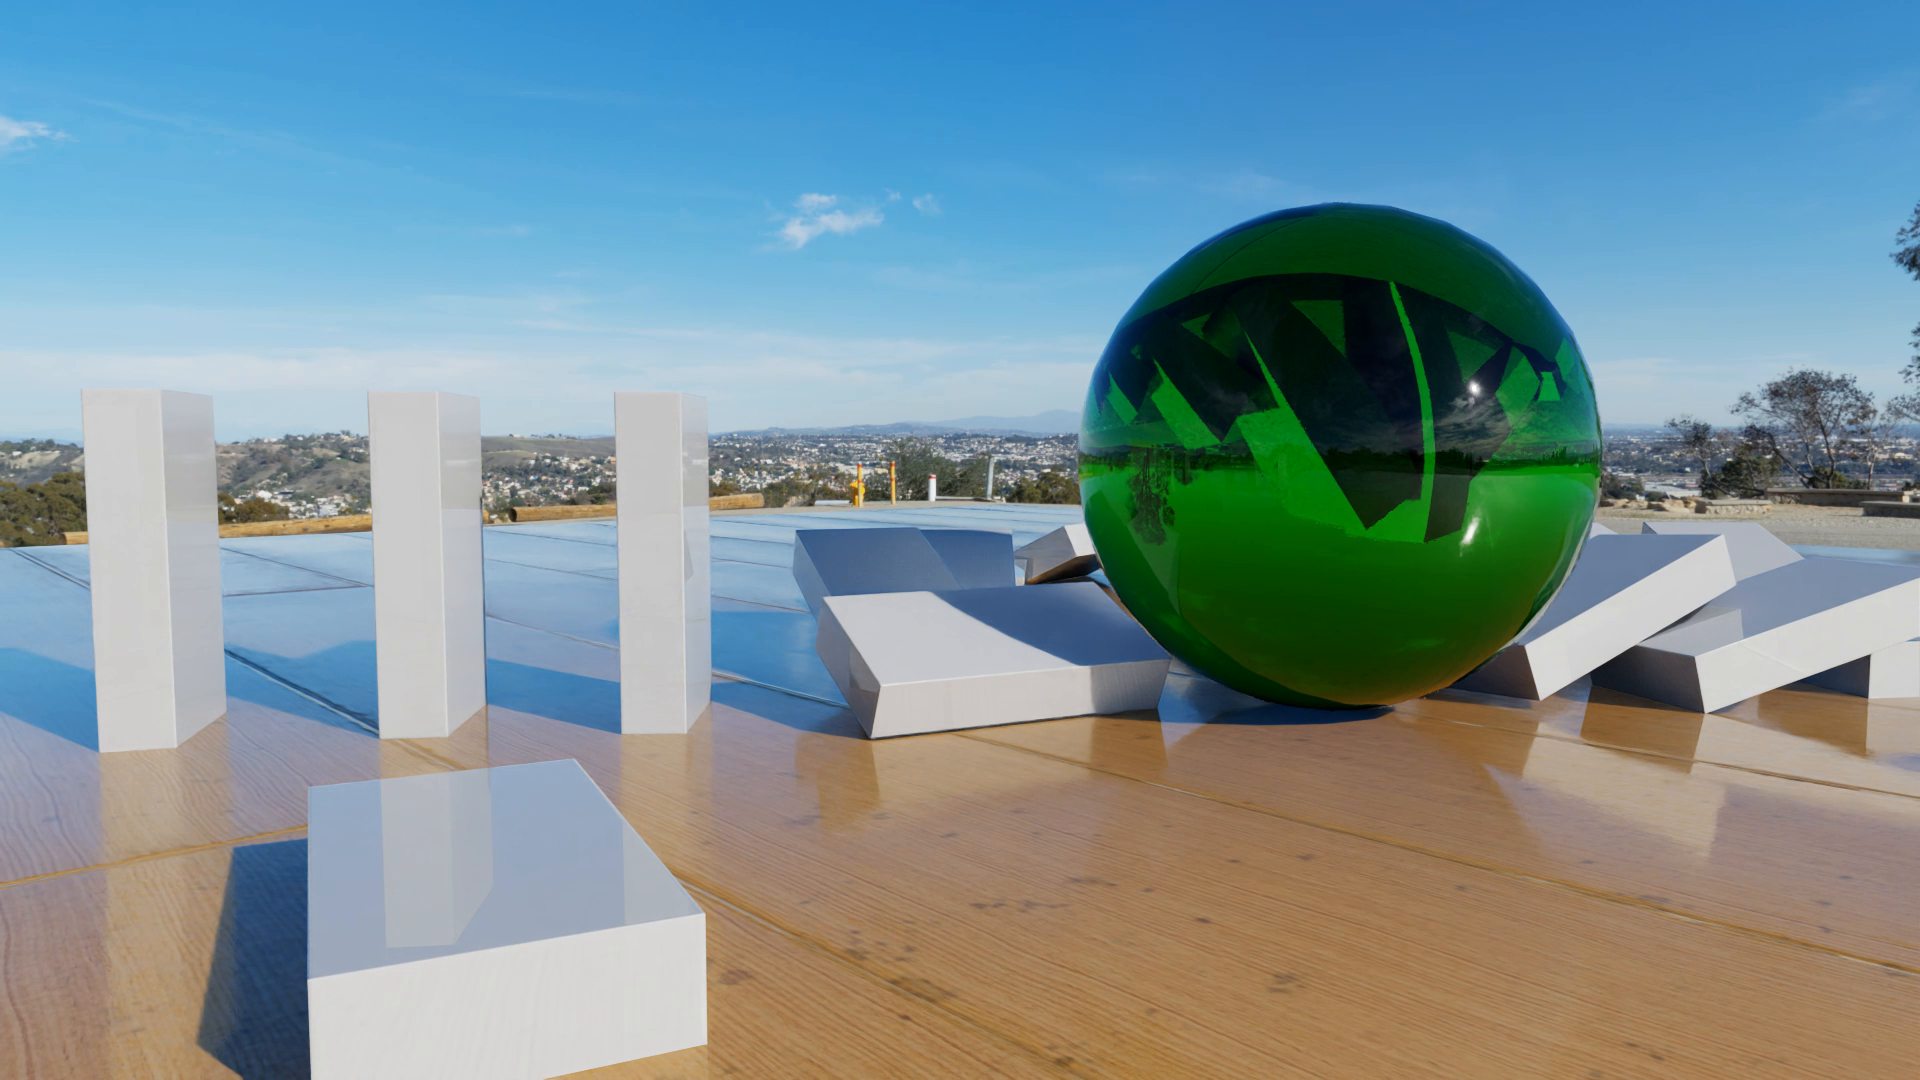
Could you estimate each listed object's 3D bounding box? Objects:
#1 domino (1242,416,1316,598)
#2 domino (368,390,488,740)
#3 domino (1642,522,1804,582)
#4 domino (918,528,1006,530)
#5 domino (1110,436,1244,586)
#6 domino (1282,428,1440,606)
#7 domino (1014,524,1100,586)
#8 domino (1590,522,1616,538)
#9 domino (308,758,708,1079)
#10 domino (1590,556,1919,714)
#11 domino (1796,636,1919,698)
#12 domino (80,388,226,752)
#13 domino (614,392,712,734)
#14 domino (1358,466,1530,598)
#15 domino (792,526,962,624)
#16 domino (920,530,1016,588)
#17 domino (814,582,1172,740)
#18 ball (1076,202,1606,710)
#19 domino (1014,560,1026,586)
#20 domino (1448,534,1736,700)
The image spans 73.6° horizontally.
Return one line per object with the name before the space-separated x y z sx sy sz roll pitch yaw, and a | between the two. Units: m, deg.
domino | 0.090 -0.010 0.363 0.009 0.050 0.025 3 5 40
domino | -0.081 0.003 0.196 0.010 0.050 0.025 -1 4 -7
domino | 0.170 0.010 0.277 0.025 0.009 0.050 0 22 5
domino | -0.001 0.009 0.303 0.025 0.010 0.050 0 18 1
domino | 0.067 -0.009 0.379 0.050 0.009 0.025 -37 -19 -4
domino | 0.110 -0.007 0.351 0.025 0.050 0.010 -5 -27 -50
domino | 0.035 0.004 0.389 0.025 0.010 0.050 -28 -11 31
domino | 0.152 0.005 0.310 0.025 0.010 0.050 -2 28 -27
domino | -0.040 0.030 0.107 0.025 0.010 0.050 -2 5 -27
domino | 0.137 0.015 0.219 0.050 0.010 0.025 -16 8 -12
domino | 0.175 0.021 0.229 0.050 0.009 0.025 0 4 -6
domino | -0.118 0.003 0.188 0.010 0.050 0.025 -1 4 -15
domino | -0.045 0.003 0.199 0.009 0.050 0.025 0 4 -2
domino | 0.131 -0.001 0.334 0.025 0.009 0.050 -4 40 -40
domino | -0.013 0.012 0.236 0.025 0.010 0.050 -2 24 -20
domino | -0.001 0.011 0.269 0.025 0.010 0.050 0 21 1
domino | 0.005 0.018 0.203 0.050 0.009 0.025 -2 28 -27
ball | 0.059 -0.013 0.206 0.080 0.080 0.080 0 4 0
domino | 0.005 0.012 0.344 0.025 0.010 0.050 0 4 4
domino | 0.107 0.012 0.225 0.050 0.009 0.025 -23 9 -22
